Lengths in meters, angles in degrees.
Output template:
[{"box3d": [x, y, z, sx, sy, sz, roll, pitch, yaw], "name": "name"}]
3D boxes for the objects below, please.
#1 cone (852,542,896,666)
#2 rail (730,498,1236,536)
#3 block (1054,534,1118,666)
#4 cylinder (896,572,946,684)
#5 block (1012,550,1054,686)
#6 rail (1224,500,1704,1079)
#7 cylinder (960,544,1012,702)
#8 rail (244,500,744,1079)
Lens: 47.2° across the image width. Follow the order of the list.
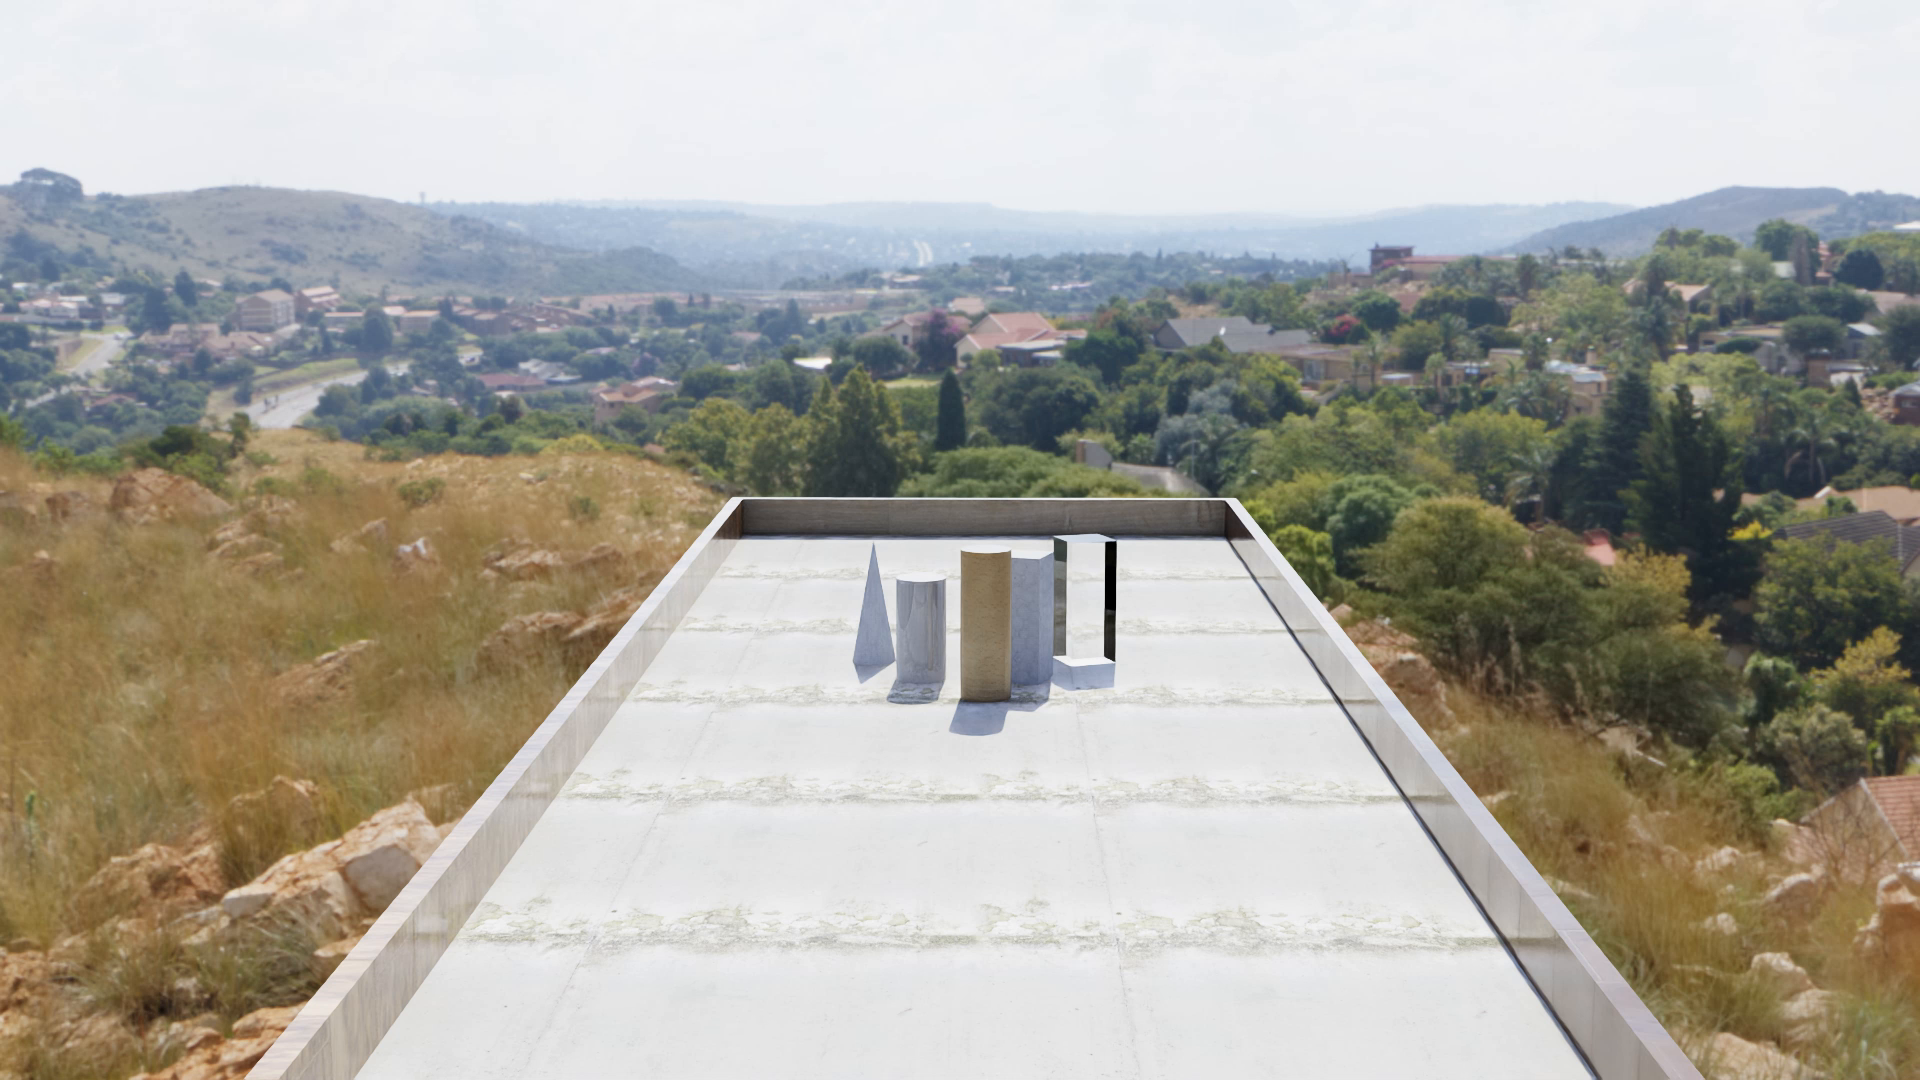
[{"box3d": [-0.261, 0.183, 6.664, 0.132, 0.372, 0.132, 0, 9, 0], "name": "cone"}, {"box3d": [0.099, -0.098, 9.147, 2.100, 0.150, 0.050, 0, 9, 1], "name": "rail"}, {"box3d": [0.378, 0.180, 6.675, 0.146, 0.375, 0.146, -3, 10, -19], "name": "block"}, {"box3d": [-0.113, 0.257, 6.431, 0.147, 0.300, 0.147, 0, 9, 0], "name": "cylinder"}, {"box3d": [0.185, 0.224, 6.415, 0.140, 0.370, 0.140, 3, 10, 19], "name": "block"}, {"box3d": [1.046, 0.843, 3.208, 0.050, 0.150, 12.000, 0, 9, 1], "name": "rail"}, {"box3d": [0.073, 0.234, 6.179, 0.144, 0.424, 0.144, 0, 9, 0], "name": "cylinder"}, {"box3d": [-1.004, 0.839, 3.234, 0.050, 0.150, 12.000, 0, 9, 1], "name": "rail"}]
